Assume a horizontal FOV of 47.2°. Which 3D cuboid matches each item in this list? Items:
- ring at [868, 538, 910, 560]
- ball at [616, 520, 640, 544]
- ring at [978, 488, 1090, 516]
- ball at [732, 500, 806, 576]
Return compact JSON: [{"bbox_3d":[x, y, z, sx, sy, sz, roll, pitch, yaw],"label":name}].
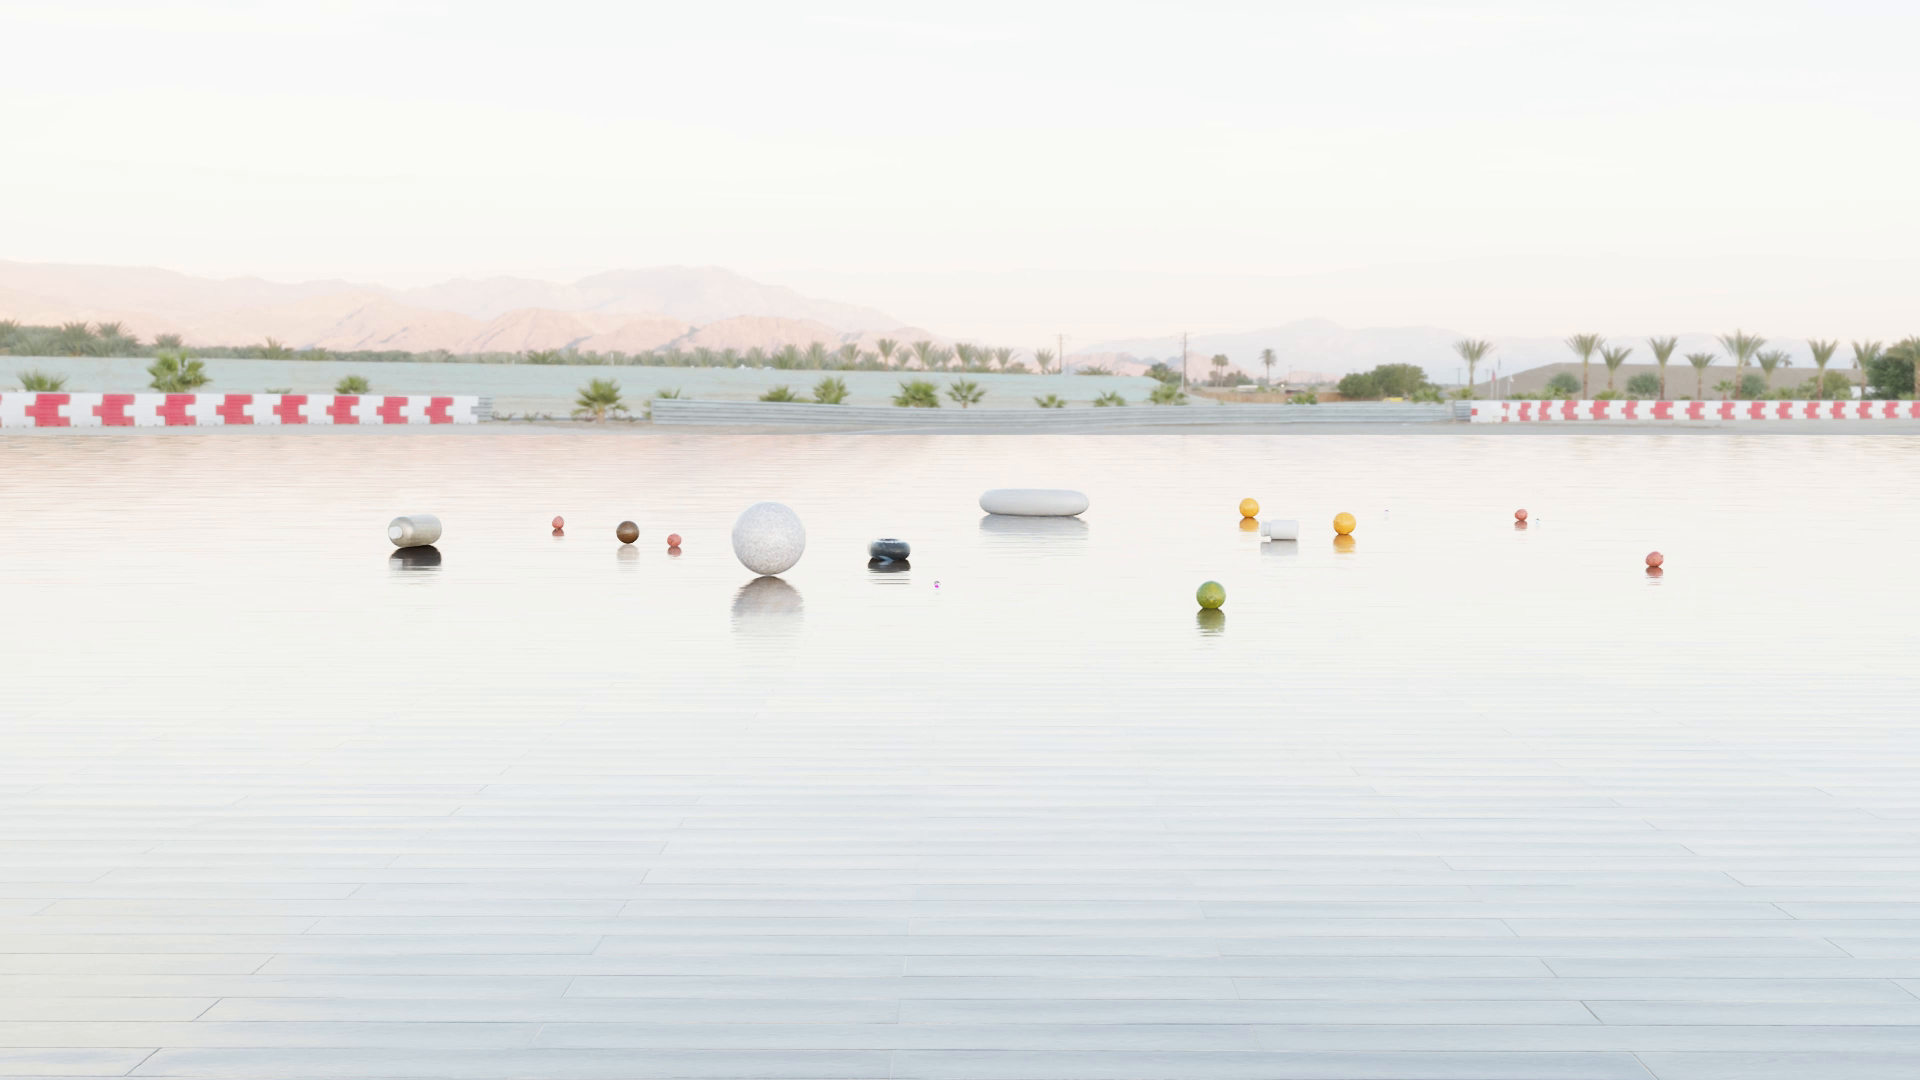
[{"bbox_3d":[-0.189,0.024,5.837,0.110,0.050,0.184,-2,5,-18],"label":"ring"},{"bbox_3d":[-0.963,-0.023,6.375,0.069,0.069,0.069,0,4,0],"label":"ball"},{"bbox_3d":[0.262,-0.135,7.838,0.440,0.094,0.189,2,3,31],"label":"ring"},{"bbox_3d":[-0.460,-0.004,5.292,0.180,0.180,0.180,0,4,0],"label":"ball"}]
